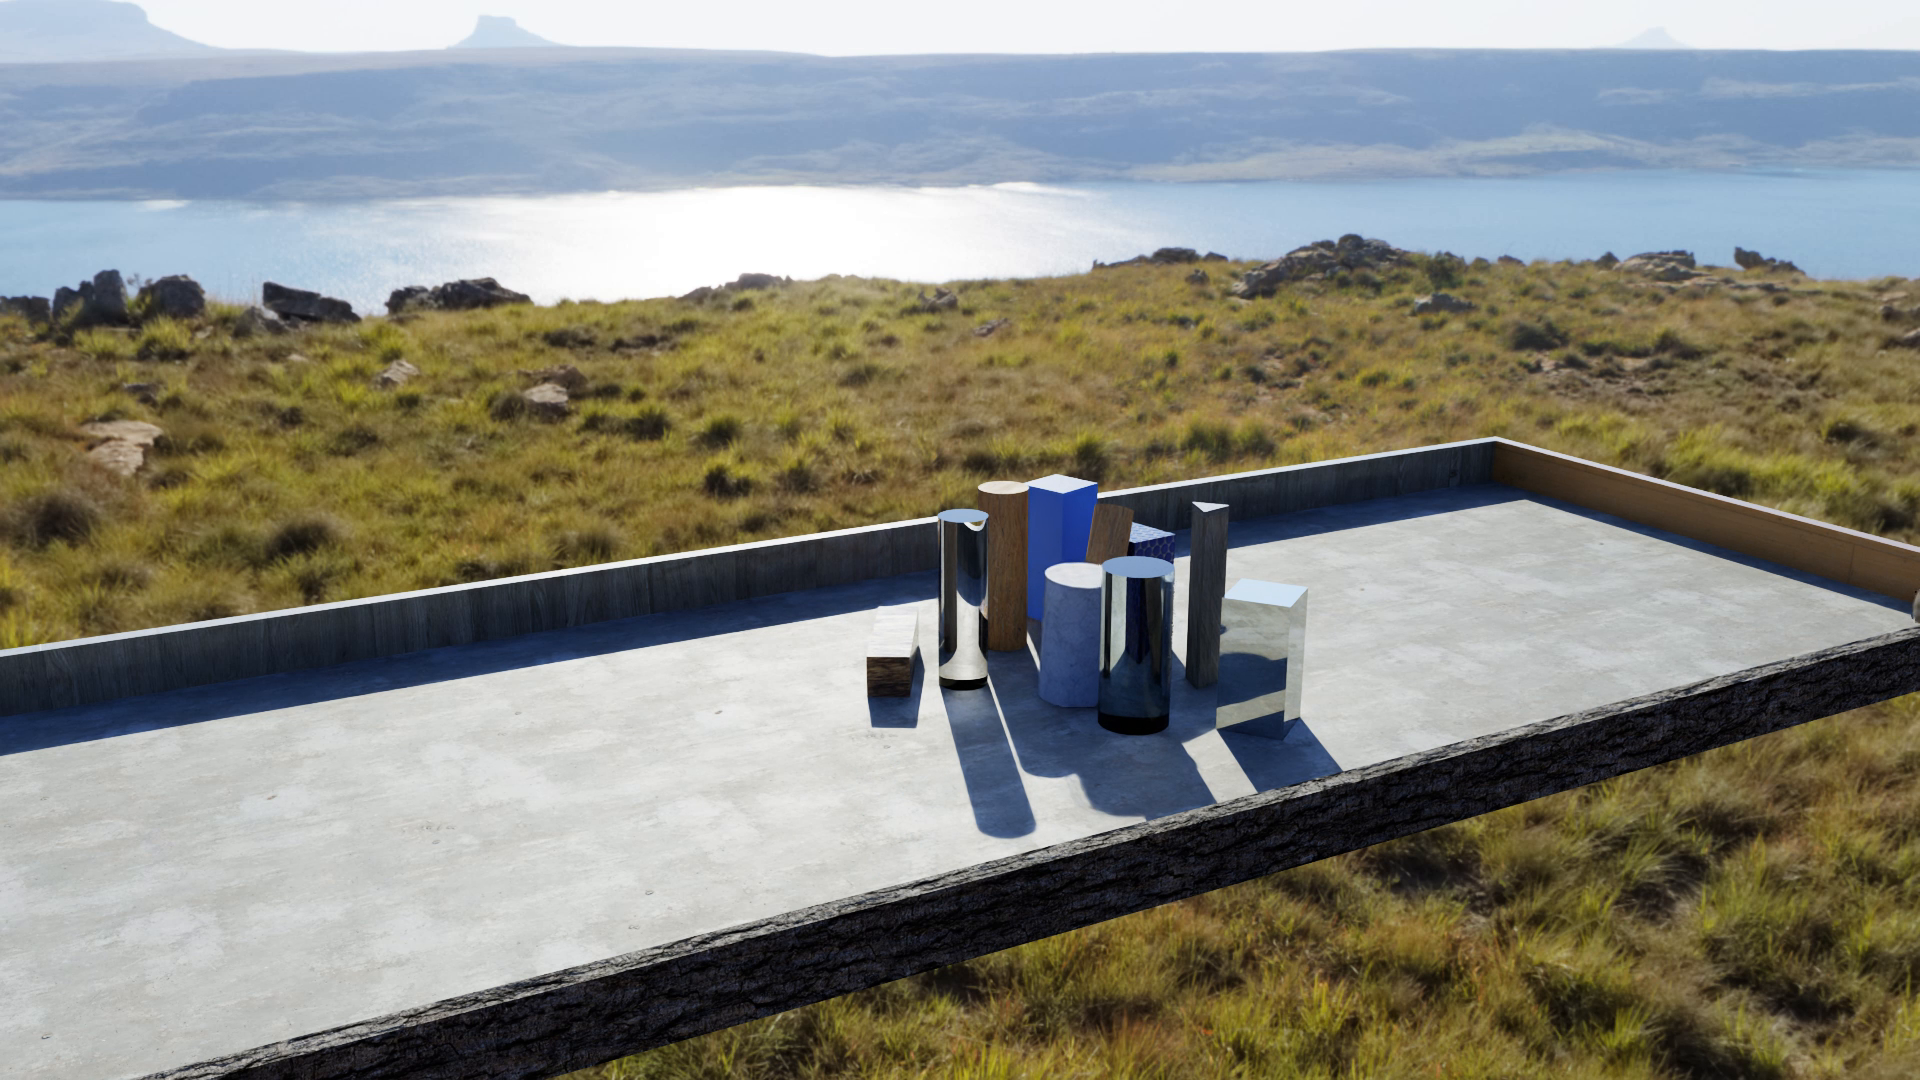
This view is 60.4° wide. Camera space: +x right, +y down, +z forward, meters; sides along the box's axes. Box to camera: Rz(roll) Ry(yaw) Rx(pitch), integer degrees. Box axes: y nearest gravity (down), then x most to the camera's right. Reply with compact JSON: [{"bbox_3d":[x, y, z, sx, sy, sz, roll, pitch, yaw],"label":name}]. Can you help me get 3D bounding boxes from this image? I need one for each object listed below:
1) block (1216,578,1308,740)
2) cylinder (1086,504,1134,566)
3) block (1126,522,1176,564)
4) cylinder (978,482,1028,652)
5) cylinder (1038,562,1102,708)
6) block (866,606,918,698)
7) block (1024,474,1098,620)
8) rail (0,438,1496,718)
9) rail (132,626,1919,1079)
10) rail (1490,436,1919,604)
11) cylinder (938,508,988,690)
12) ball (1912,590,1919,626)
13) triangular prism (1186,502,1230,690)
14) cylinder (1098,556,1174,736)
[{"bbox_3d":[0.703,0.276,3.842,0.159,0.324,0.159,8,18,24],"label":"block"},{"bbox_3d":[0.361,0.119,4.213,0.103,0.412,0.103,10,-8,1],"label":"cylinder"},{"bbox_3d":[0.453,0.126,4.379,0.155,0.302,0.155,-10,19,-40],"label":"block"},{"bbox_3d":[0.113,0.069,4.358,0.132,0.430,0.132,0,16,0],"label":"cylinder"},{"bbox_3d":[0.288,0.230,4.004,0.180,0.310,0.180,2,19,-1],"label":"cylinder"},{"bbox_3d":[-0.169,0.281,4.211,0.105,0.105,0.380,1,16,2],"label":"block"},{"bbox_3d":[0.274,0.026,4.593,0.150,0.379,0.150,15,22,41],"label":"block"},{"bbox_3d":[-3.305,0.497,3.399,12.000,0.150,0.050,-9,18,-27],"label":"rail"},{"bbox_3d":[-2.336,1.006,1.665,12.000,0.150,0.050,-9,18,-27],"label":"rail"},{"bbox_3d":[2.466,-0.048,5.253,0.050,0.150,2.100,-9,18,-27],"label":"rail"},{"bbox_3d":[0.008,0.148,4.082,0.124,0.433,0.124,0,16,0],"label":"cylinder"},{"bbox_3d":[2.641,0.185,4.370,0.200,0.200,0.200,0,16,0],"label":"ball"},{"bbox_3d":[0.597,0.135,4.085,0.089,0.458,0.077,-14,21,-38],"label":"triangular prism"},{"bbox_3d":[0.409,0.245,3.843,0.168,0.382,0.168,0,16,0],"label":"cylinder"}]
